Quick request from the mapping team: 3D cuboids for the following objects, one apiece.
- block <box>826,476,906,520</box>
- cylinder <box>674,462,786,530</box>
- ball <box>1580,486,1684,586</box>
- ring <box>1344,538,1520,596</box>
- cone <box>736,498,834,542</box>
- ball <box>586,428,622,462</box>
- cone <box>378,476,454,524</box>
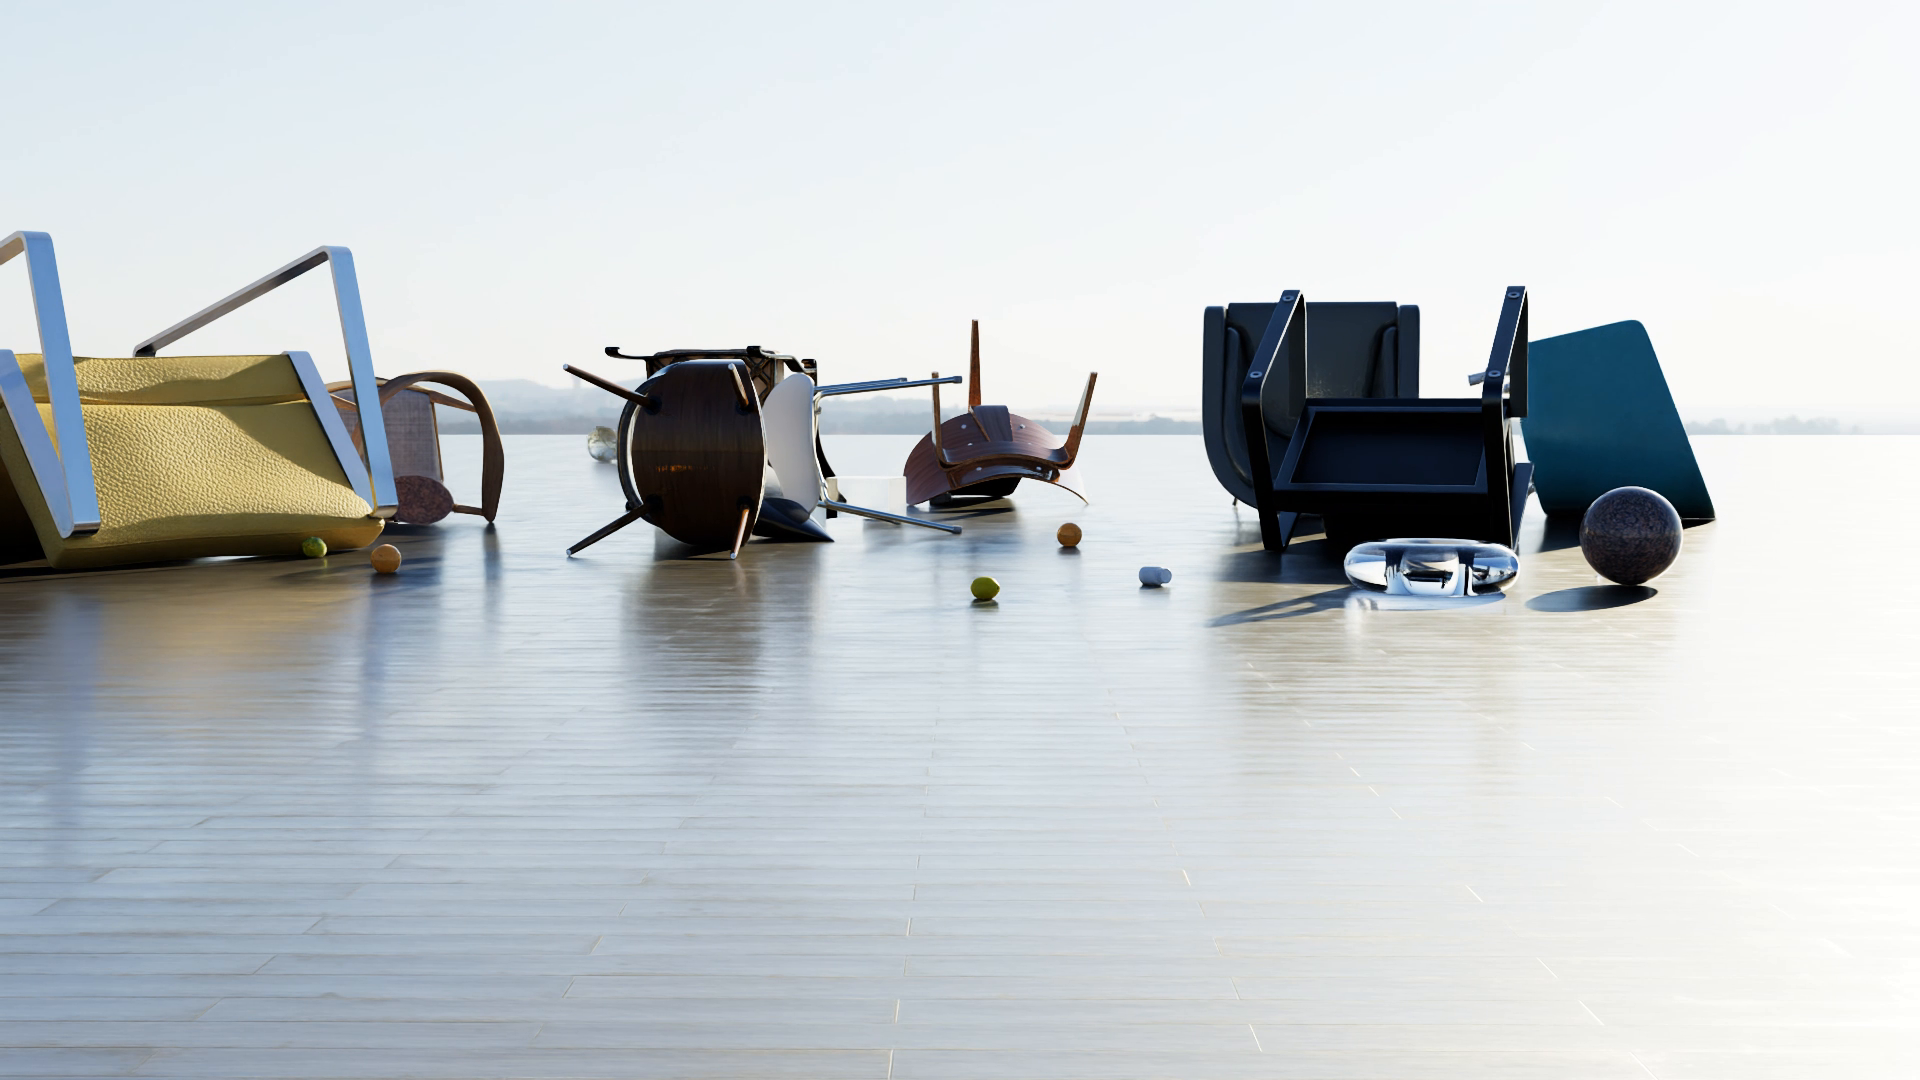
[{"bbox_3d":[-0.325,-0.145,7.619,0.229,0.143,0.174,1,4,19],"label":"block"},{"bbox_3d":[-0.741,-0.143,7.095,0.255,0.211,0.253,-4,2,31],"label":"cylinder"},{"bbox_3d":[1.535,-0.010,5.030,0.227,0.227,0.227,0,4,0],"label":"ball"},{"bbox_3d":[1.047,0.059,4.887,0.370,0.113,0.397,-2,3,-34],"label":"ring"},{"bbox_3d":[-0.466,-0.031,6.560,0.277,0.123,0.297,20,13,40],"label":"cone"},{"bbox_3d":[-2.181,-0.584,13.493,0.213,0.213,0.213,0,4,0],"label":"ball"},{"bbox_3d":[-1.836,-0.099,7.395,0.242,0.172,0.223,7,-20,-16],"label":"cone"}]
